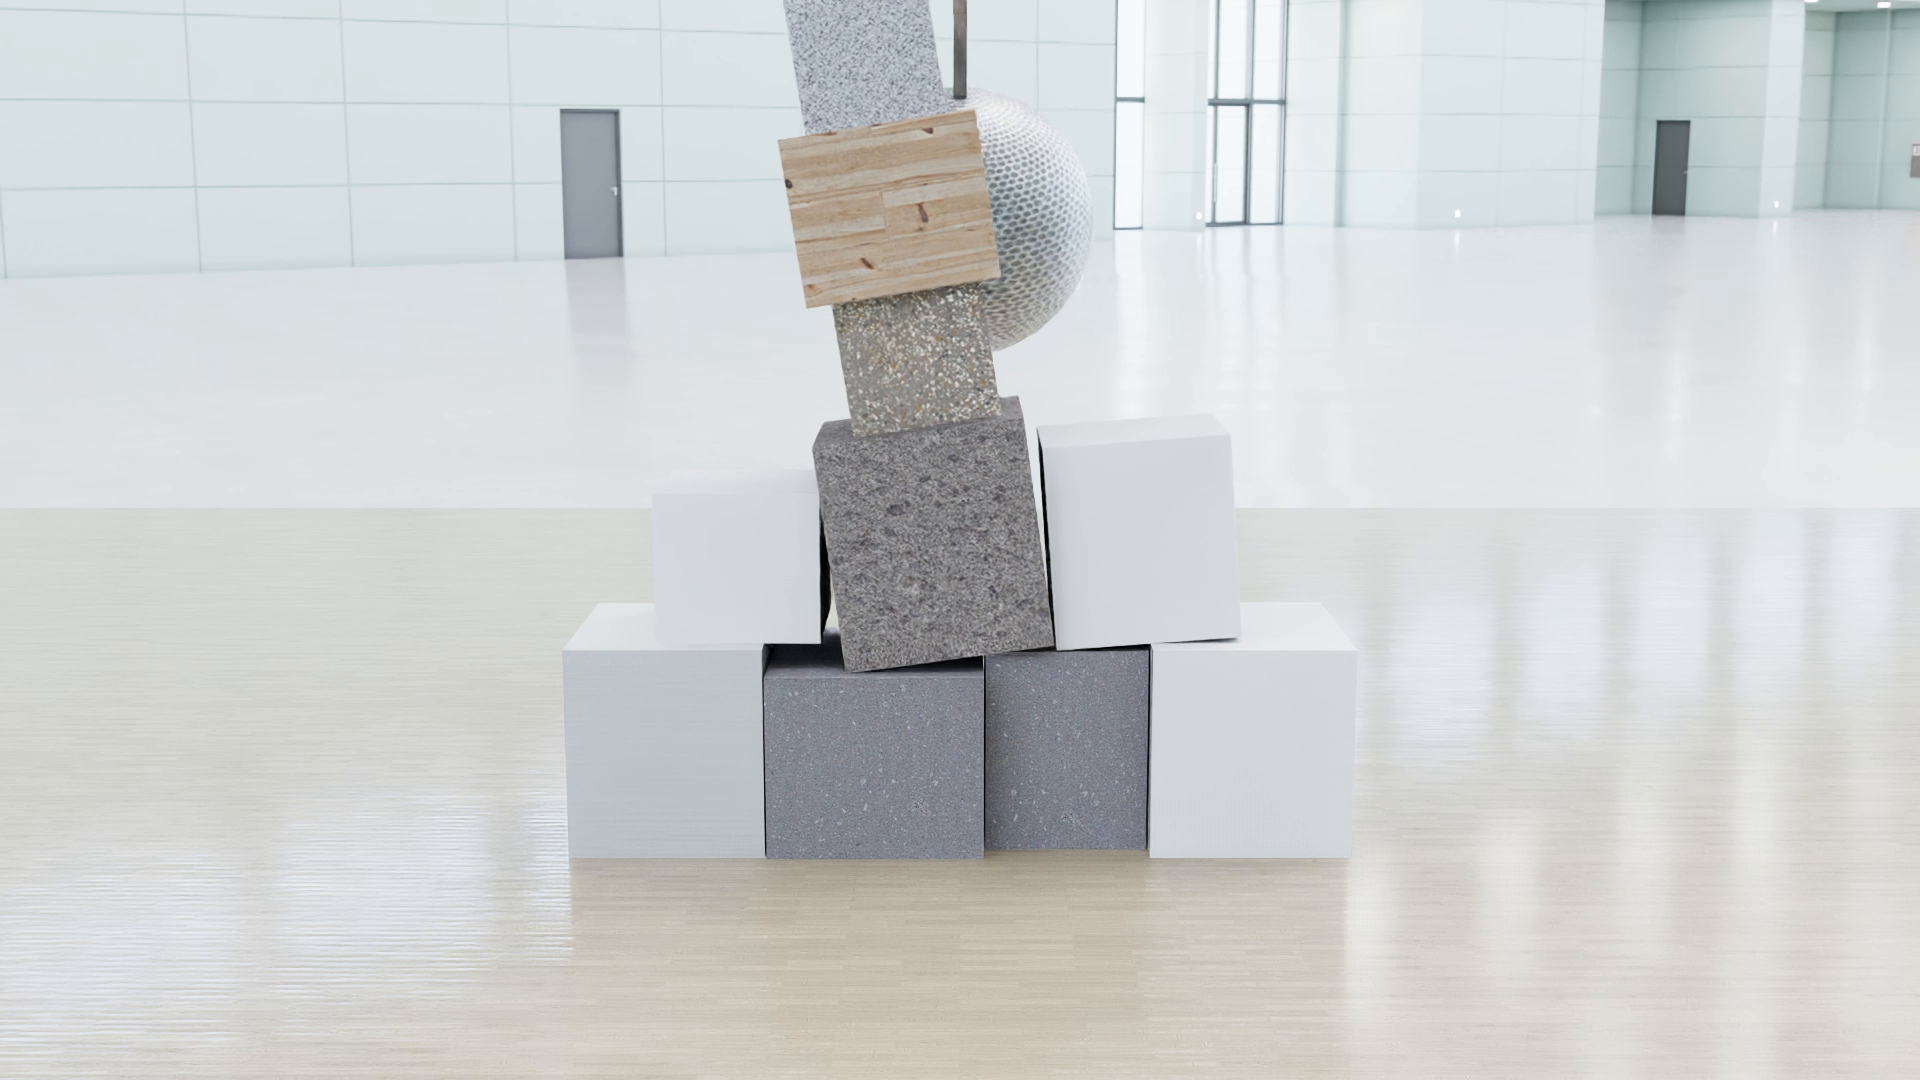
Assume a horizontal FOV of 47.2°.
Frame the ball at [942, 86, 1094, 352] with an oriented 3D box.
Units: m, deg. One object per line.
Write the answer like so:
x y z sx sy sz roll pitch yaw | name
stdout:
0.000 -1.899 13.168 1.600 1.600 1.600 0 10 0 | ball

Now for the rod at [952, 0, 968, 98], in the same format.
0.000 -4.757 11.326 0.080 5.200 0.080 0 33 0 | rod

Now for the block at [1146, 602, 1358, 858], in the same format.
1.440 0.956 11.360 0.996 1.055 1.130 0 10 0 | block

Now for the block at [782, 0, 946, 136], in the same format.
-0.451 -2.355 10.752 0.676 0.648 0.753 -9 10 2 | block

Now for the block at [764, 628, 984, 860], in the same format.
-0.420 1.024 11.361 1.073 0.920 1.148 0 10 0 | block

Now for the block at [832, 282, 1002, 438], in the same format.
-0.211 -0.941 11.014 0.730 0.663 0.703 -9 10 2 | block

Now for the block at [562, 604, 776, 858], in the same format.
-1.453 0.957 11.347 0.972 1.056 1.102 0 10 0 | block

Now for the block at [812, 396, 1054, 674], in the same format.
-0.127 -0.051 11.169 1.033 1.134 0.966 -8 10 1 | block

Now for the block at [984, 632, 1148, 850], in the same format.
0.530 0.975 11.369 0.805 1.014 0.873 0 10 0 | block

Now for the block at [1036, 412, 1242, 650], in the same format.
0.896 -0.060 11.187 0.917 1.009 0.851 -4 10 1 | block

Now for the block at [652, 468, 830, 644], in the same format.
-1.095 0.068 11.197 0.817 0.748 0.836 0 10 0 | block

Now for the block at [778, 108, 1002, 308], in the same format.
-0.332 -1.647 10.860 0.942 0.803 0.894 -9 10 2 | block
